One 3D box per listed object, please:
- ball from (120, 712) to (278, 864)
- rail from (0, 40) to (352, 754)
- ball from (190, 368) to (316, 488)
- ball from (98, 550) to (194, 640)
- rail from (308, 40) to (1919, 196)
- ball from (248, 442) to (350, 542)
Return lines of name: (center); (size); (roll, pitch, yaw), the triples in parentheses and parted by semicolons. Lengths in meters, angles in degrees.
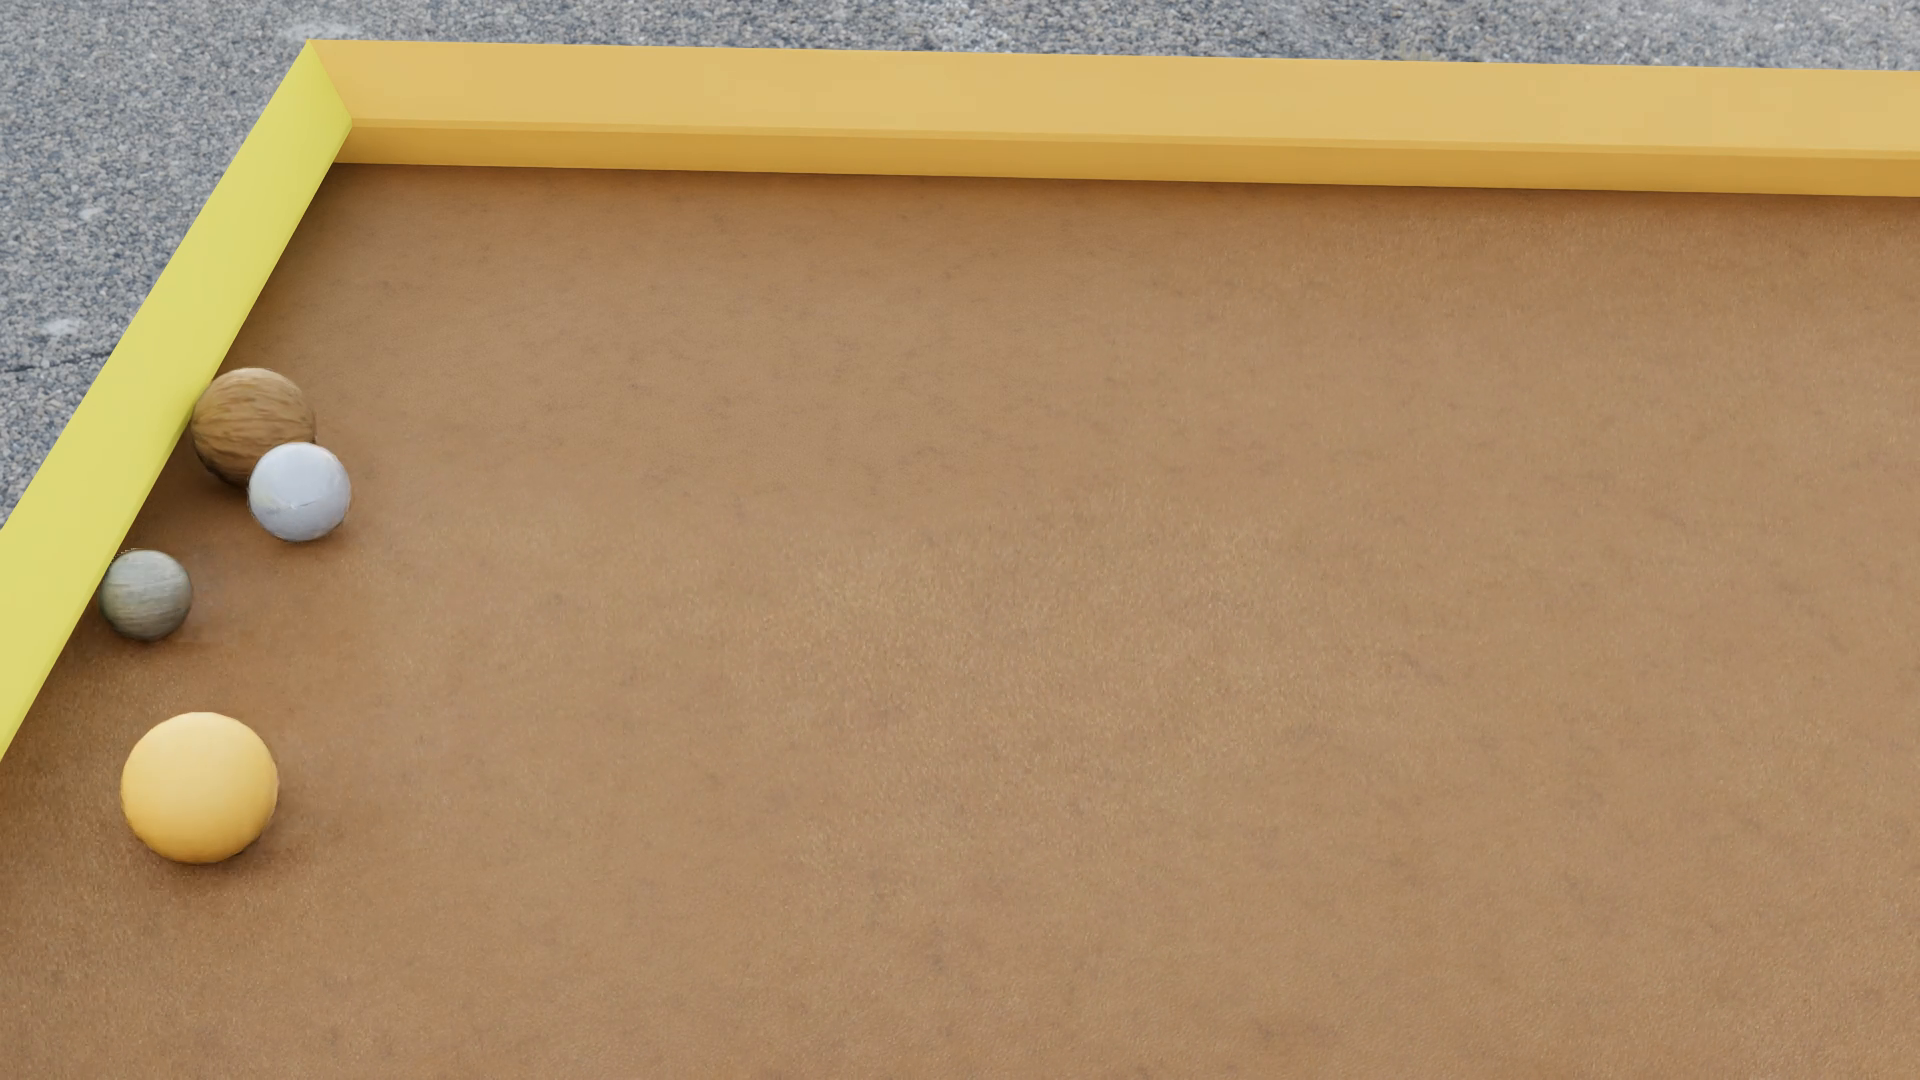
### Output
ball: (-0.492, 0.160, 1.661); (0.098, 0.098, 0.098); (0, 35, 0)
rail: (-0.630, -0.038, 1.920); (0.045, 0.127, 1.357); (2, 35, 2)
ball: (-0.557, -0.088, 2.022); (0.095, 0.095, 0.095); (0, 35, 0)
ball: (-0.591, 0.040, 1.864); (0.066, 0.066, 0.066); (0, 35, 0)
rail: (0.685, -0.375, 2.407); (2.619, 0.127, 0.045); (2, 35, 2)
ball: (-0.506, -0.037, 1.965); (0.076, 0.076, 0.076); (0, 35, 0)
